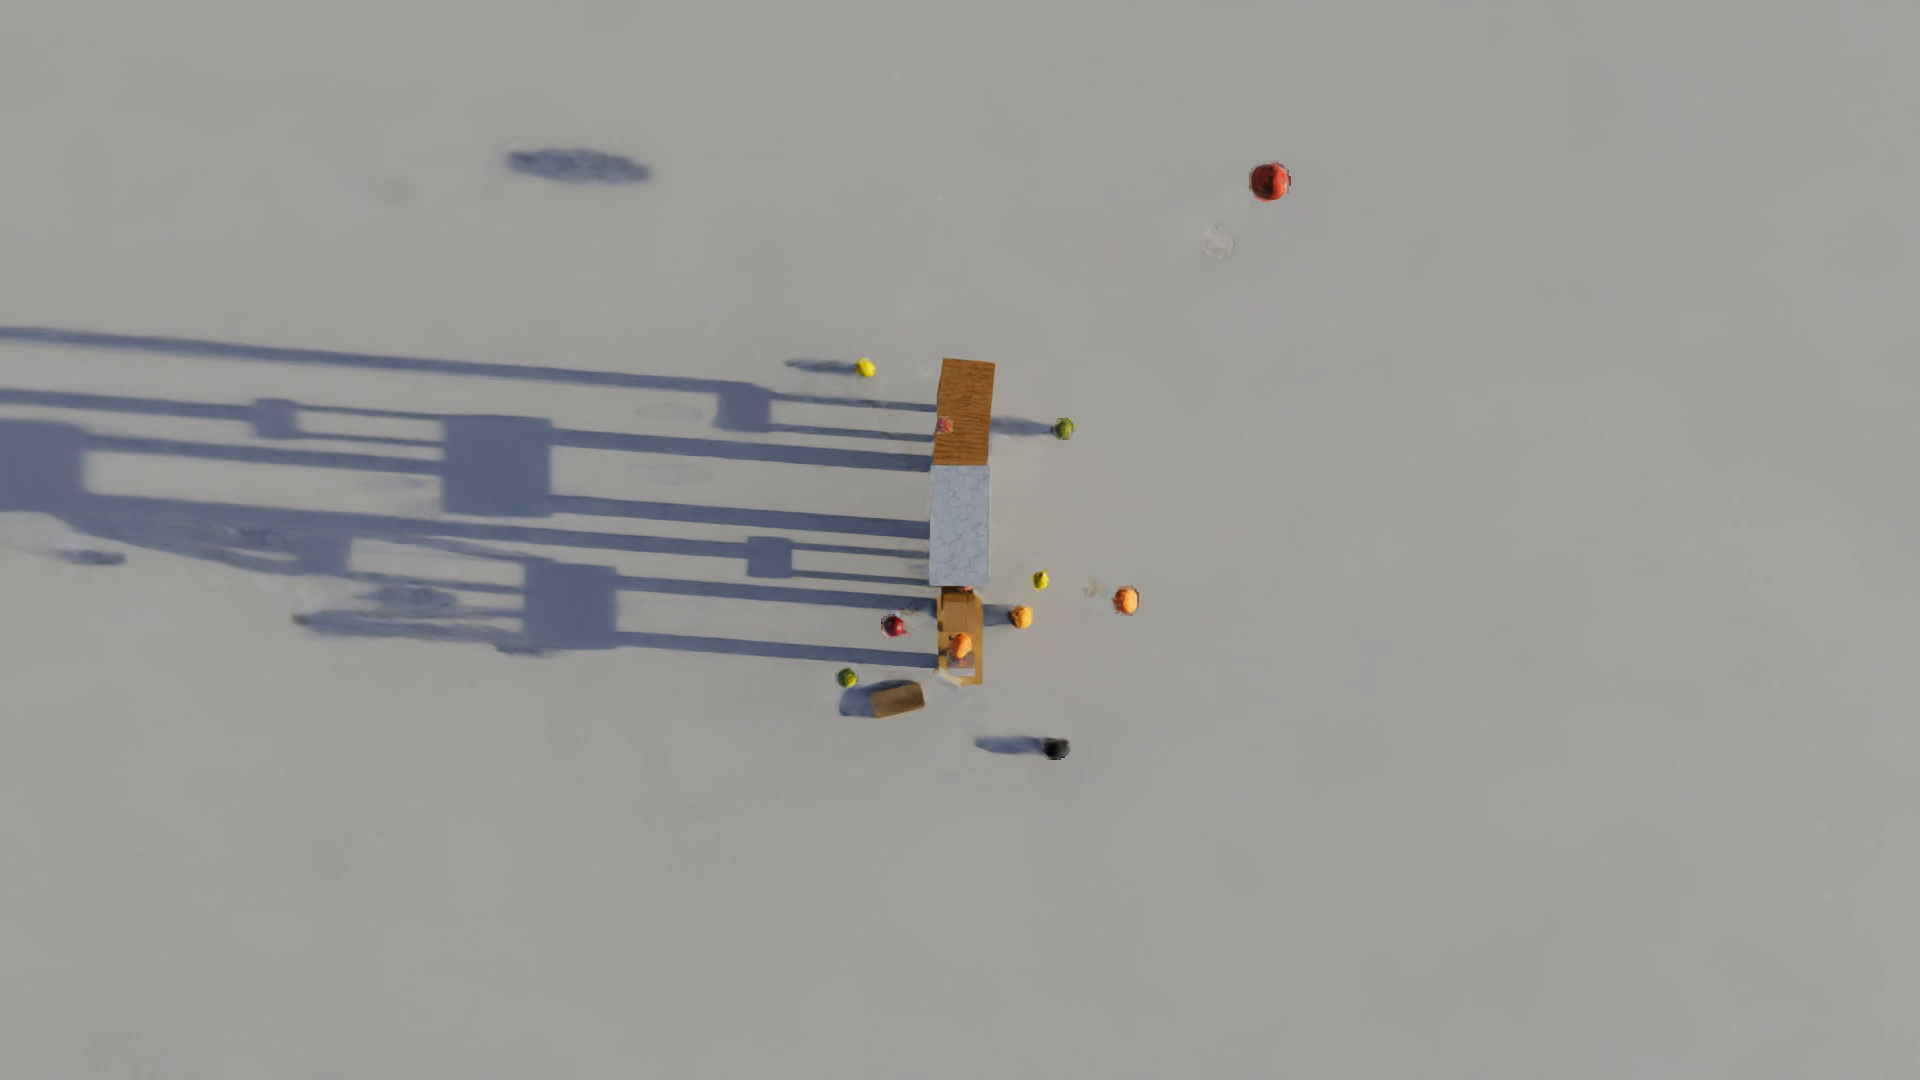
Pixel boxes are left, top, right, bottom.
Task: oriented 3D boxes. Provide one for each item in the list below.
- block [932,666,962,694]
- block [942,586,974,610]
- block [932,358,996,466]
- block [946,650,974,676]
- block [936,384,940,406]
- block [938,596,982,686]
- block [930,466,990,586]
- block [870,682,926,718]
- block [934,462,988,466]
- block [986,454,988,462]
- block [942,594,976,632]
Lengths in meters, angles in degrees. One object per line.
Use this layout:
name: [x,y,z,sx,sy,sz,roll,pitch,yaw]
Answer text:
block: [-0.037,0.432,5.095,0.085,0.171,0.024,30,94,1]
block: [-0.008,0.170,4.913,0.093,0.185,0.026,0,71,0]
block: [0.011,-0.356,4.646,0.149,0.042,0.298,5,90,-2]
block: [0.001,0.378,5.096,0.085,0.171,0.024,0,105,0]
block: [0.011,-0.455,4.997,0.149,0.659,0.042,4,88,-2]
block: [0.001,0.317,5.201,0.139,0.040,0.279,-1,90,0]
block: [0.000,-0.038,4.426,0.162,0.046,0.323,0,90,0]
block: [-0.207,0.534,5.486,0.171,0.024,0.086,-13,87,0]
block: [0.005,-0.134,5.144,0.166,0.047,0.332,0,90,0]
block: [0.006,-0.250,4.817,0.149,0.298,0.042,0,89,0]
block: [-0.003,0.220,4.914,0.093,0.185,0.026,1,58,-1]
